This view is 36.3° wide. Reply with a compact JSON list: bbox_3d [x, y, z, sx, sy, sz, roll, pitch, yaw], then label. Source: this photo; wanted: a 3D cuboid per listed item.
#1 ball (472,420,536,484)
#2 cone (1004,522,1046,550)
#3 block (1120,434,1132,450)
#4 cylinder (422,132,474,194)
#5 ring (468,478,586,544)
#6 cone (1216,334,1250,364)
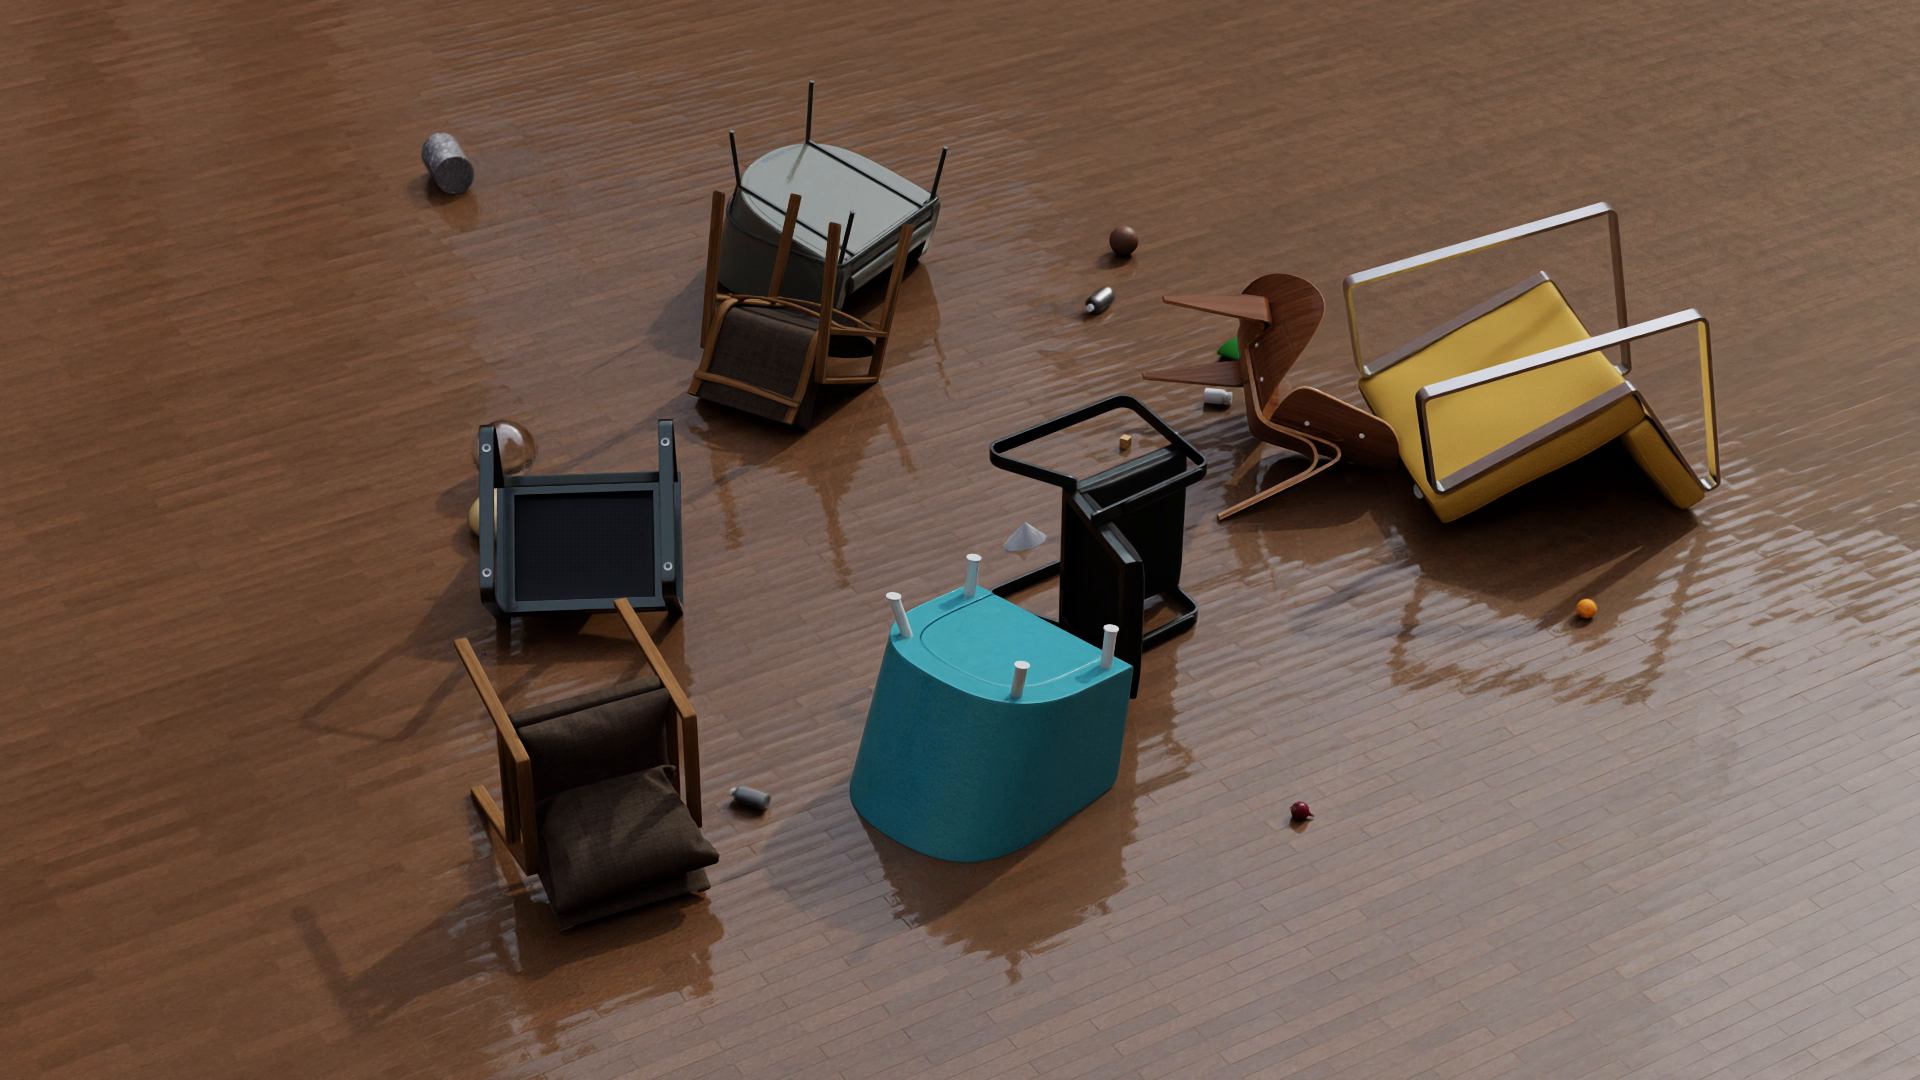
[{"bbox_3d":[-1.748,-0.339,11.239,0.243,0.243,0.243,0,33,0],"label":"ball"},{"bbox_3d":[0.242,-0.031,10.913,0.177,0.087,0.104,-19,38,-26],"label":"cone"},{"bbox_3d":[0.649,-0.385,11.493,0.033,0.040,0.035,18,37,25],"label":"block"},{"bbox_3d":[-2.337,-1.720,13.386,0.179,0.187,0.267,-28,39,-6],"label":"cylinder"},{"bbox_3d":[-1.626,-0.111,11.010,0.451,0.115,0.361,-15,36,-21],"label":"ring"},{"bbox_3d":[1.157,-0.764,12.054,0.187,0.124,0.111,-22,69,-37],"label":"cone"}]
